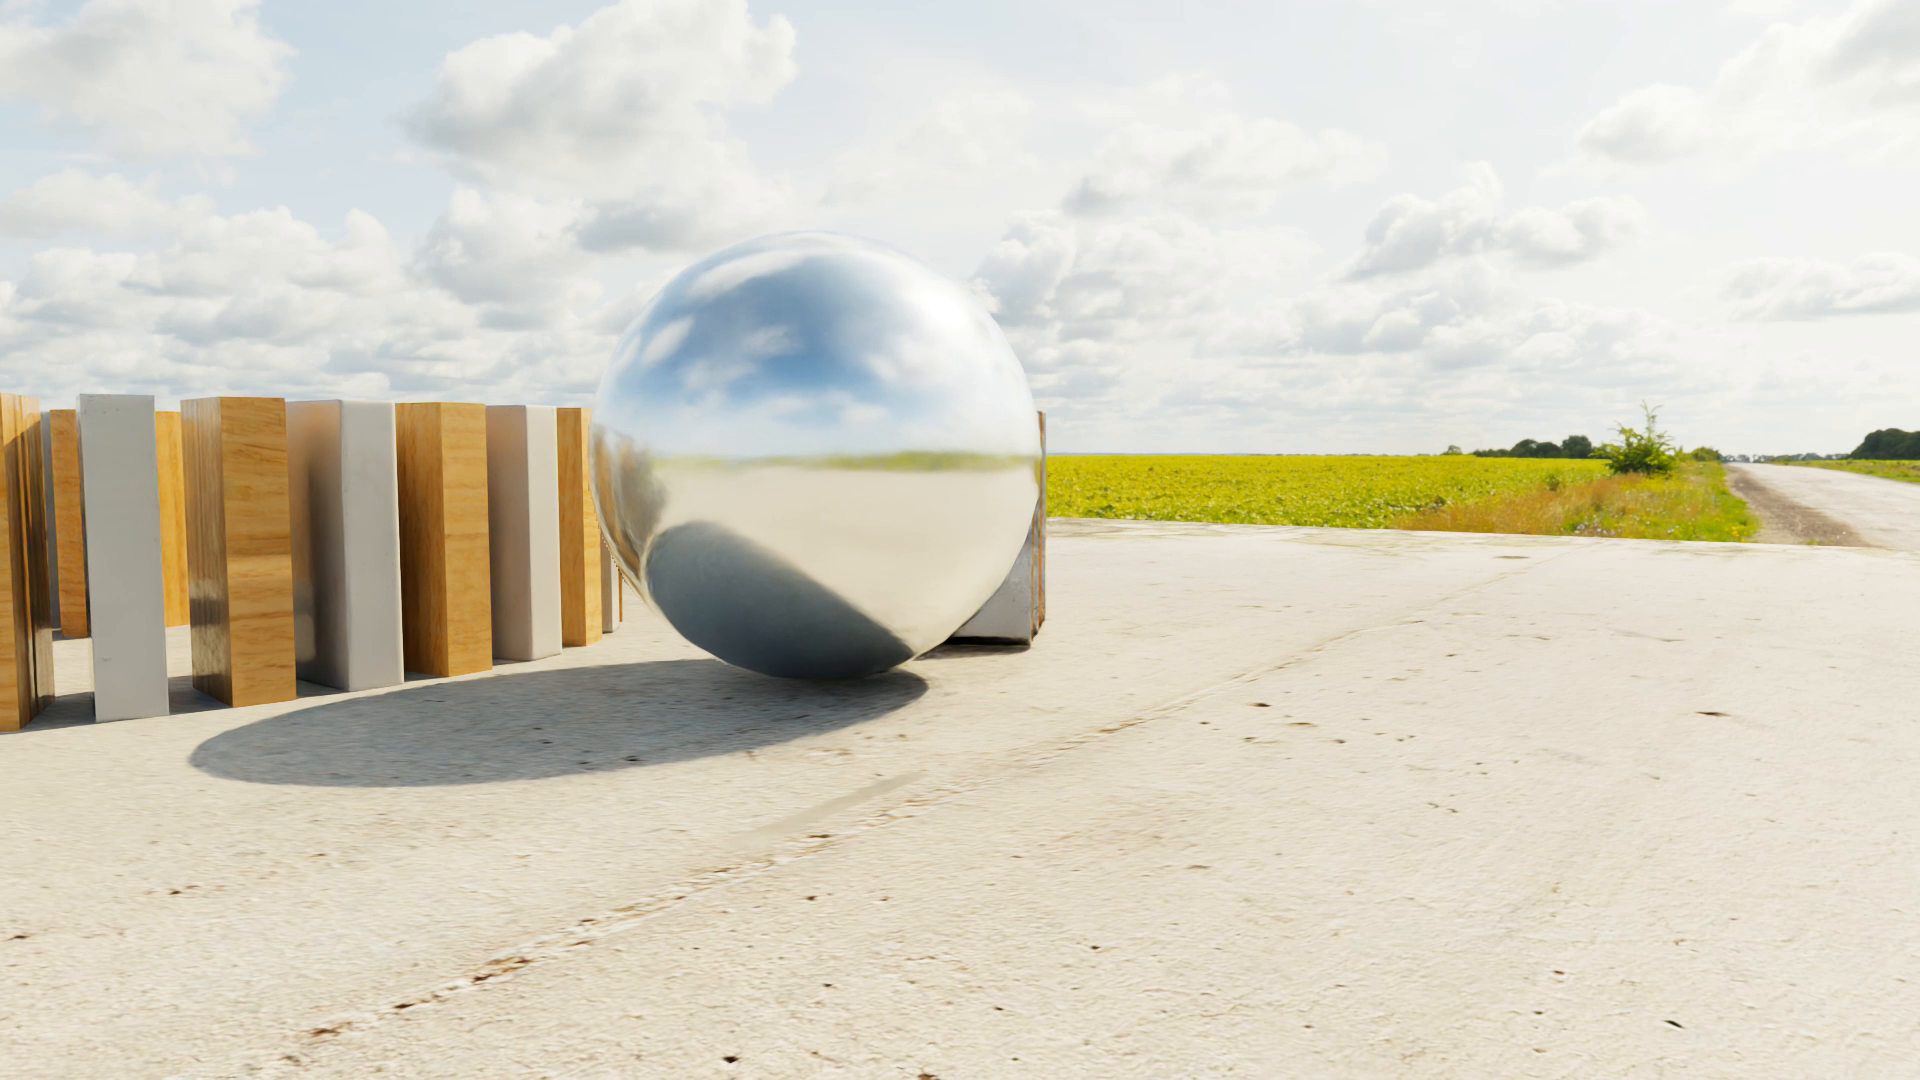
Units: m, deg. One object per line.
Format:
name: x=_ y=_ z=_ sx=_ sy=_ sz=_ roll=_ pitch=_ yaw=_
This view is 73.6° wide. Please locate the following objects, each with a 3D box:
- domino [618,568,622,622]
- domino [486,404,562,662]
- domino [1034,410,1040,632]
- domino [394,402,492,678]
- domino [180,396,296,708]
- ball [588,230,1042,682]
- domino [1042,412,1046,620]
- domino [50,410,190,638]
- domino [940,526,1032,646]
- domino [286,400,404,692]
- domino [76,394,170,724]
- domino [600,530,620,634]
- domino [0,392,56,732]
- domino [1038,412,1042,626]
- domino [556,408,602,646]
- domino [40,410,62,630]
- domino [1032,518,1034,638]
domino: x=-0.094 y=-0.005 z=0.307 sx=0.025 sy=0.050 sz=0.010 roll=-1 pitch=4 yaw=-14
domino: x=-0.094 y=-0.002 z=0.258 sx=0.025 sy=0.050 sz=0.010 roll=2 pitch=5 yaw=19
domino: x=0.006 y=-0.005 z=0.294 sx=0.025 sy=0.050 sz=0.010 roll=0 pitch=-17 yaw=4
domino: x=-0.101 y=-0.001 z=0.243 sx=0.025 sy=0.050 sz=0.010 roll=3 pitch=5 yaw=32
domino: x=-0.122 y=0.001 z=0.217 sx=0.009 sy=0.050 sz=0.025 roll=-4 pitch=6 yaw=-44
ball: x=-0.025 y=-0.015 z=0.231 sx=0.080 sy=0.080 sz=0.080 roll=0 pitch=4 yaw=0
domino: x=0.008 y=-0.006 z=0.314 sx=0.025 sy=0.050 sz=0.009 roll=0 pitch=-17 yaw=4
domino: x=-0.190 y=-0.004 z=0.293 sx=0.009 sy=0.050 sz=0.025 roll=2 pitch=5 yaw=22
domino: x=0.003 y=-0.003 z=0.274 sx=0.025 sy=0.050 sz=0.010 roll=0 pitch=-17 yaw=4
domino: x=-0.111 y=0.000 z=0.229 sx=0.025 sy=0.050 sz=0.010 roll=4 pitch=6 yaw=39
domino: x=-0.135 y=0.002 z=0.207 sx=0.010 sy=0.050 sz=0.025 roll=-3 pitch=5 yaw=-36
domino: x=-0.091 y=-0.004 z=0.290 sx=0.025 sy=0.050 sz=0.010 roll=0 pitch=4 yaw=-6
domino: x=-0.149 y=0.003 z=0.198 sx=0.010 sy=0.050 sz=0.025 roll=-2 pitch=5 yaw=-25
domino: x=0.007 y=-0.005 z=0.304 sx=0.025 sy=0.050 sz=0.009 roll=0 pitch=-17 yaw=4
domino: x=-0.091 y=-0.003 z=0.274 sx=0.025 sy=0.050 sz=0.010 roll=0 pitch=4 yaw=4
domino: x=-0.205 y=-0.005 z=0.301 sx=0.025 sy=0.050 sz=0.009 roll=-4 pitch=6 yaw=-41
domino: x=0.004 y=-0.004 z=0.284 sx=0.025 sy=0.050 sz=0.010 roll=0 pitch=-17 yaw=4
